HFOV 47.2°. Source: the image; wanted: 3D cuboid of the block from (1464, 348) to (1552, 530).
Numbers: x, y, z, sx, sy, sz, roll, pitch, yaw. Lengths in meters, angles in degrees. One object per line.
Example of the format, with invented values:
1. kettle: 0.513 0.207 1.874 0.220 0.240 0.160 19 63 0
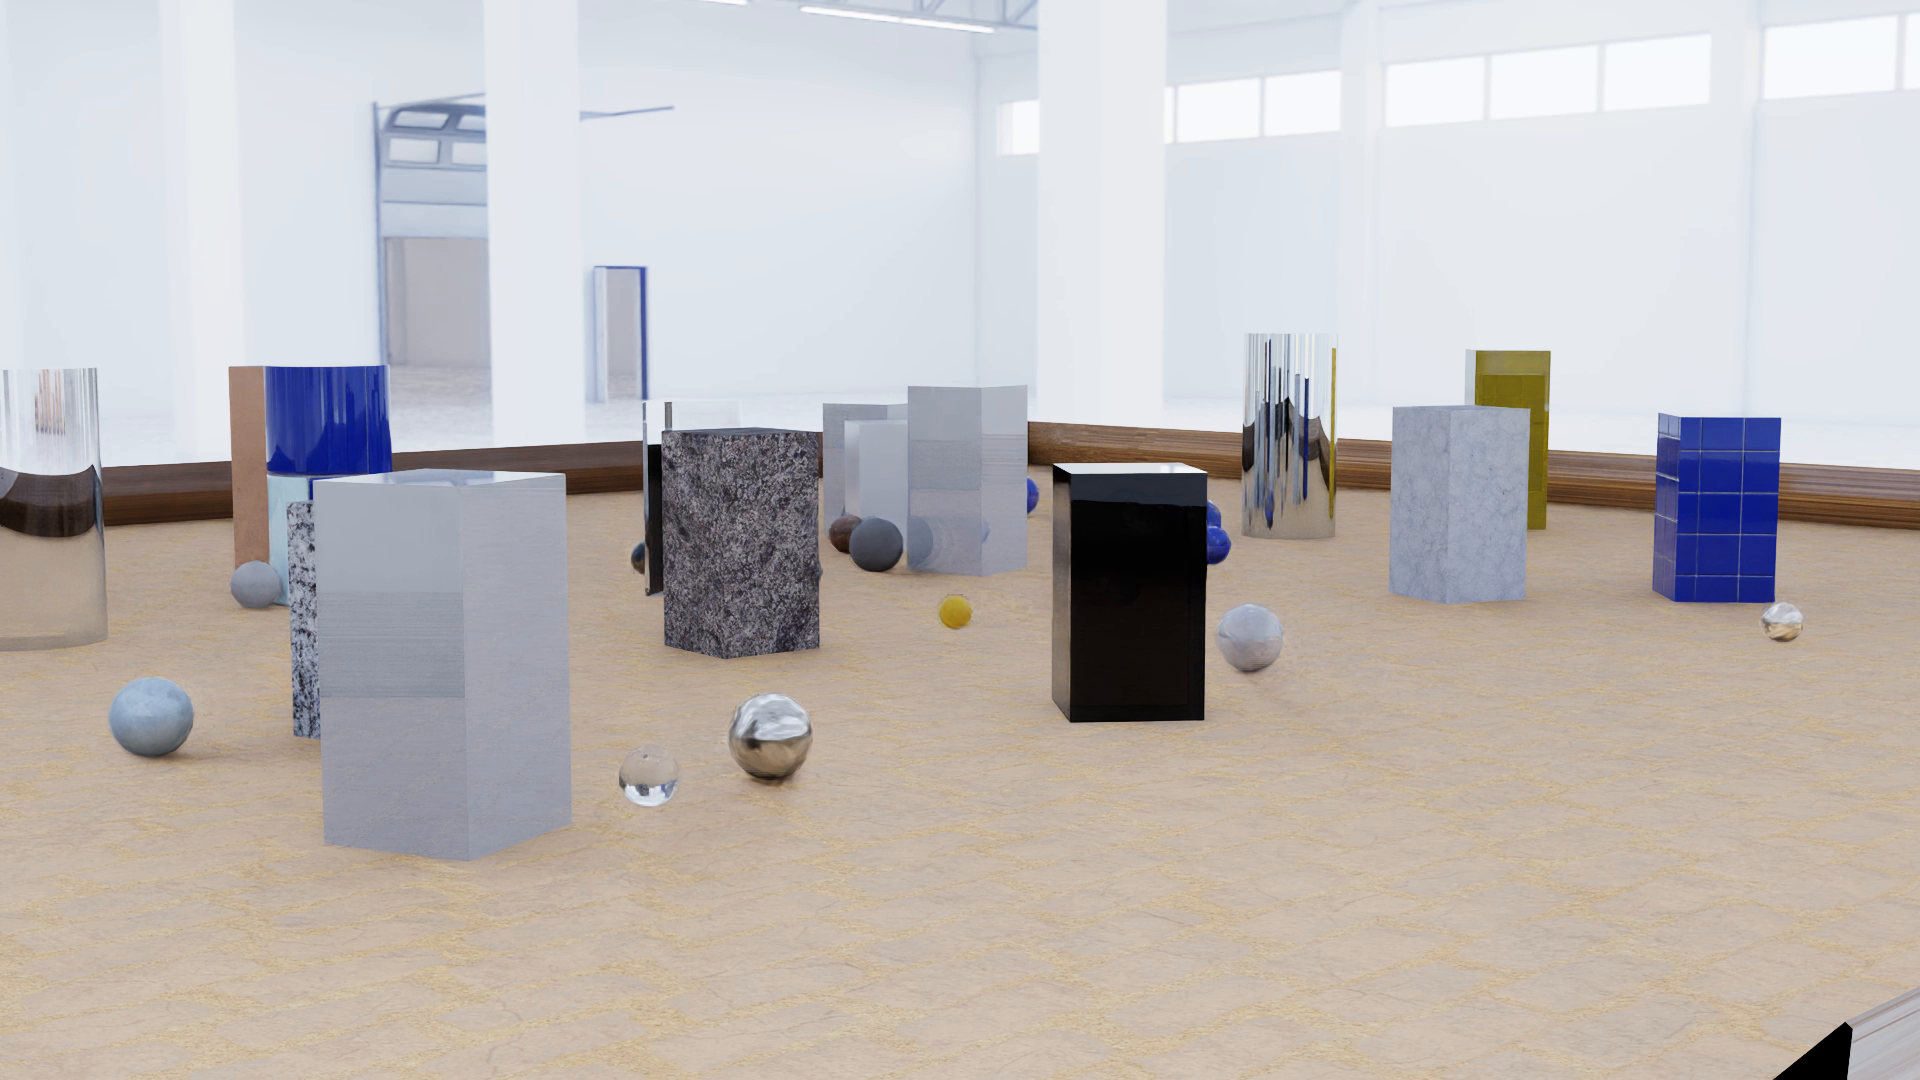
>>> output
1. block: 1.101 -0.206 4.441 0.146 0.356 0.146 1 6 5

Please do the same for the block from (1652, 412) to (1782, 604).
1. block: 1.156 -0.052 3.366 0.146 0.279 0.146 0 6 5

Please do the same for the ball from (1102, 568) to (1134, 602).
1. ball: 0.238 0.068 3.310 0.051 0.051 0.051 0 6 0

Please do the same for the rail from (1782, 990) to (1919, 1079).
1. rail: 1.337 0.184 1.892 4.214 0.119 0.045 -6 8 -42

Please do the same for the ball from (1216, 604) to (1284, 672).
1. ball: 0.354 0.120 2.679 0.082 0.082 0.082 0 6 0

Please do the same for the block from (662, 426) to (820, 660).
1. block: -0.286 -0.001 2.865 0.146 0.282 0.146 -5 8 -38

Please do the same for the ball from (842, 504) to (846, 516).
1. ball: -0.183 -0.043 4.183 0.086 0.086 0.086 0 6 0

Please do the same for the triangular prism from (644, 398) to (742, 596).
1. triangular prism: -0.440 -0.072 3.458 0.158 0.298 0.137 -3 7 -26

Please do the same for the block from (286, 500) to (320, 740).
1. block: -0.591 0.080 2.296 0.146 0.243 0.146 3 7 30

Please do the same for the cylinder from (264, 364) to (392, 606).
1. cylinder: -0.951 -0.086 3.322 0.183 0.356 0.183 0 6 0

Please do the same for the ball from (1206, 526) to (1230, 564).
1. ball: 0.432 0.009 3.786 0.067 0.067 0.067 0 6 0

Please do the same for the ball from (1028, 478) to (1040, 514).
1. ball: 0.123 -0.094 4.648 0.090 0.090 0.090 0 6 0

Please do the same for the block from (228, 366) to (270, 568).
1. block: -1.097 -0.115 3.639 0.146 0.345 0.146 4 7 32

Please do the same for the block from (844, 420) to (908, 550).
1. block: -0.128 -0.103 4.070 0.146 0.231 0.146 -1 6 -14

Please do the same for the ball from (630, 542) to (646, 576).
1. ball: -0.515 0.031 3.629 0.058 0.058 0.058 0 6 0

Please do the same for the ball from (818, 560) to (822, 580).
1. ball: -0.249 0.049 3.372 0.076 0.076 0.076 0 6 0

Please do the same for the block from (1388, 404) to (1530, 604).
1. block: 0.764 -0.058 3.370 0.146 0.289 0.146 -3 7 -24

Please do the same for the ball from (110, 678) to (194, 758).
1. ball: -0.799 0.175 2.176 0.079 0.079 0.079 0 6 0

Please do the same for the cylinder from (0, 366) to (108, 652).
1. cylinder: -1.232 -0.046 2.911 0.183 0.363 0.183 0 6 0

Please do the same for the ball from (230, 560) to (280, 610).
1. ball: -1.037 0.066 3.238 0.072 0.072 0.072 0 6 0

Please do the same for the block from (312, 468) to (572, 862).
1. block: -0.431 0.098 1.846 0.146 0.302 0.146 3 7 24

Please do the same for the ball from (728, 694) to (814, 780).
1. ball: -0.179 0.185 2.072 0.081 0.081 0.081 0 6 0

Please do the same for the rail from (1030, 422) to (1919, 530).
1. rail: 1.531 -0.119 4.737 0.045 0.119 3.990 -6 8 -42

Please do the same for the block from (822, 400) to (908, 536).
1. block: -0.166 -0.140 4.297 0.146 0.257 0.146 3 7 29

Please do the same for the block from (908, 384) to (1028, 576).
1. block: 0.013 -0.105 3.707 0.146 0.311 0.146 4 7 33

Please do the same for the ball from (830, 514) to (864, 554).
1. ball: -0.201 -0.011 3.961 0.070 0.070 0.070 0 6 0

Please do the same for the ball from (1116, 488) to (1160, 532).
1. ball: 0.351 -0.059 4.332 0.087 0.087 0.087 0 6 0

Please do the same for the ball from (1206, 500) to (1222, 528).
1. ball: 0.443 -0.034 4.095 0.089 0.089 0.089 0 6 0

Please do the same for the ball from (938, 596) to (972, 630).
1. ball: -0.006 0.100 3.032 0.046 0.046 0.046 0 6 0

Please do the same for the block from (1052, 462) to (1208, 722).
1. block: 0.184 0.054 2.419 0.146 0.268 0.146 -1 6 -5

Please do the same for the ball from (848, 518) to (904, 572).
1. ball: -0.140 0.009 3.677 0.091 0.091 0.091 0 6 0

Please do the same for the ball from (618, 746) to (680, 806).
1. ball: -0.277 0.211 1.960 0.054 0.054 0.054 0 6 0

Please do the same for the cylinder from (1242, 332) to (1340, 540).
1. cylinder: 0.639 -0.205 4.265 0.183 0.392 0.183 0 6 0

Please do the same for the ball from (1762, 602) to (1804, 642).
1. ball: 1.091 0.110 2.917 0.052 0.052 0.052 0 6 0

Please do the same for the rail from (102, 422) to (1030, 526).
1. rail: -1.337 -0.123 4.773 4.214 0.119 0.045 -6 8 -42
